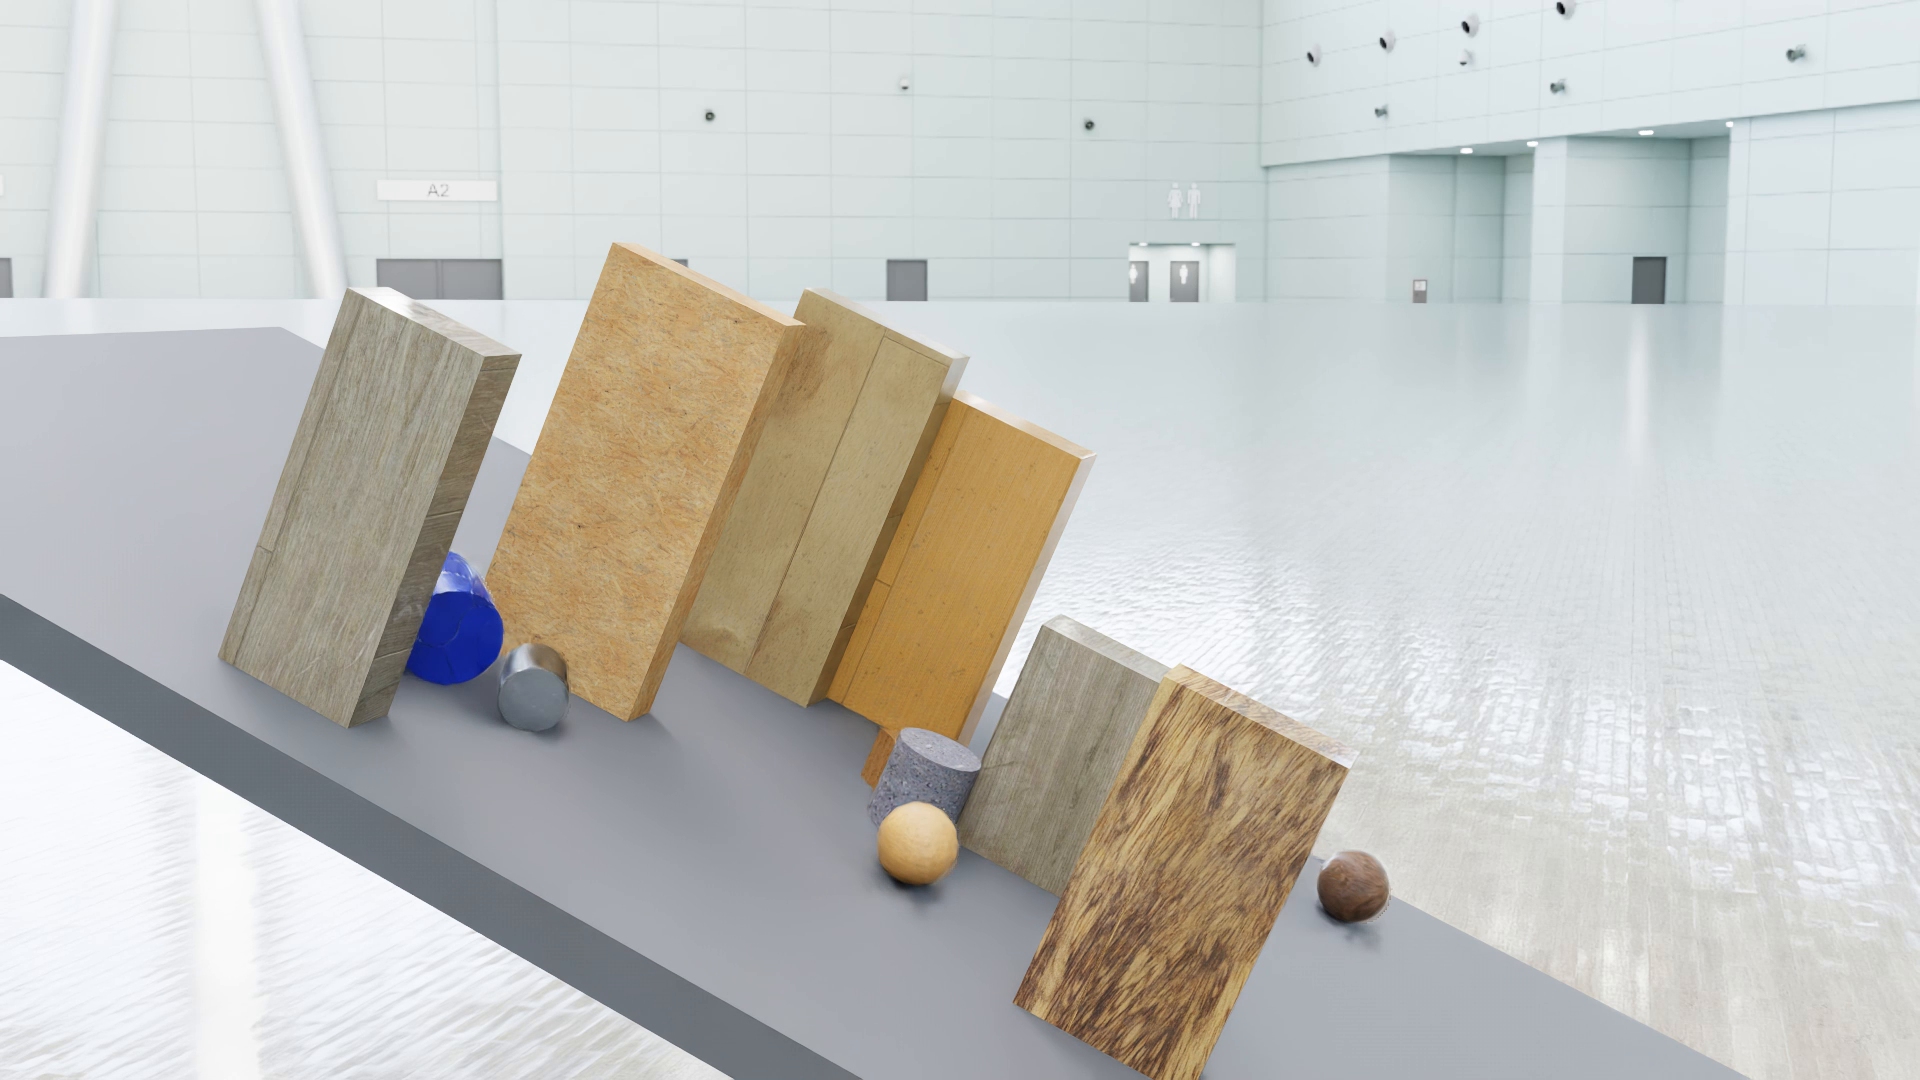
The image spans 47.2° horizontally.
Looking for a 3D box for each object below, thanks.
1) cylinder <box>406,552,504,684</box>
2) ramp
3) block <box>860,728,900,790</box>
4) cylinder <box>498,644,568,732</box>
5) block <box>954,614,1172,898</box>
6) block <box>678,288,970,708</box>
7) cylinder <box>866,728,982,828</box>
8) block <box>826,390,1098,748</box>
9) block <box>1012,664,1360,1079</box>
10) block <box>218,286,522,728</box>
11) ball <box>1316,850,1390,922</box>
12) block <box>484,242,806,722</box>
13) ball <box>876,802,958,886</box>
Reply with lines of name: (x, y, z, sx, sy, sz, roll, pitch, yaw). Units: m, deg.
cylinder: (-0.912, 0.135, 3.873, 0.180, 0.180, 0.180, -3, 24, -24)
ramp: (-0.282, 0.487, 4.180, 4.000, 0.100, 2.000, 26, 13, 13)
block: (-0.104, 0.438, 4.217, 0.107, 0.107, 0.107, 13, 16, -37)
cylinder: (-0.742, 0.256, 3.826, 0.118, 0.118, 0.118, -1, 19, -10)
block: (0.196, 0.404, 4.108, 0.259, 0.451, 0.141, 26, 13, 13)
block: (-0.295, -0.086, 4.477, 0.339, 0.779, 0.114, 26, 13, 13)
cylinder: (-0.067, 0.459, 4.076, 0.163, 0.163, 0.163, 22, 13, -5)
block: (-0.008, 0.071, 4.548, 0.315, 0.688, 0.134, 26, 13, 13)
block: (0.357, 0.541, 3.512, 0.317, 0.601, 0.124, 26, 13, 13)
block: (-0.947, -0.052, 3.517, 0.259, 0.650, 0.119, 26, 13, 13)
ball: (0.820, 0.721, 4.584, 0.150, 0.150, 0.150, 0, 7, 0)
block: (-0.599, -0.104, 4.008, 0.361, 0.790, 0.095, 26, 13, 13)
ball: (-0.075, 0.529, 3.832, 0.143, 0.143, 0.143, 0, 7, 0)
